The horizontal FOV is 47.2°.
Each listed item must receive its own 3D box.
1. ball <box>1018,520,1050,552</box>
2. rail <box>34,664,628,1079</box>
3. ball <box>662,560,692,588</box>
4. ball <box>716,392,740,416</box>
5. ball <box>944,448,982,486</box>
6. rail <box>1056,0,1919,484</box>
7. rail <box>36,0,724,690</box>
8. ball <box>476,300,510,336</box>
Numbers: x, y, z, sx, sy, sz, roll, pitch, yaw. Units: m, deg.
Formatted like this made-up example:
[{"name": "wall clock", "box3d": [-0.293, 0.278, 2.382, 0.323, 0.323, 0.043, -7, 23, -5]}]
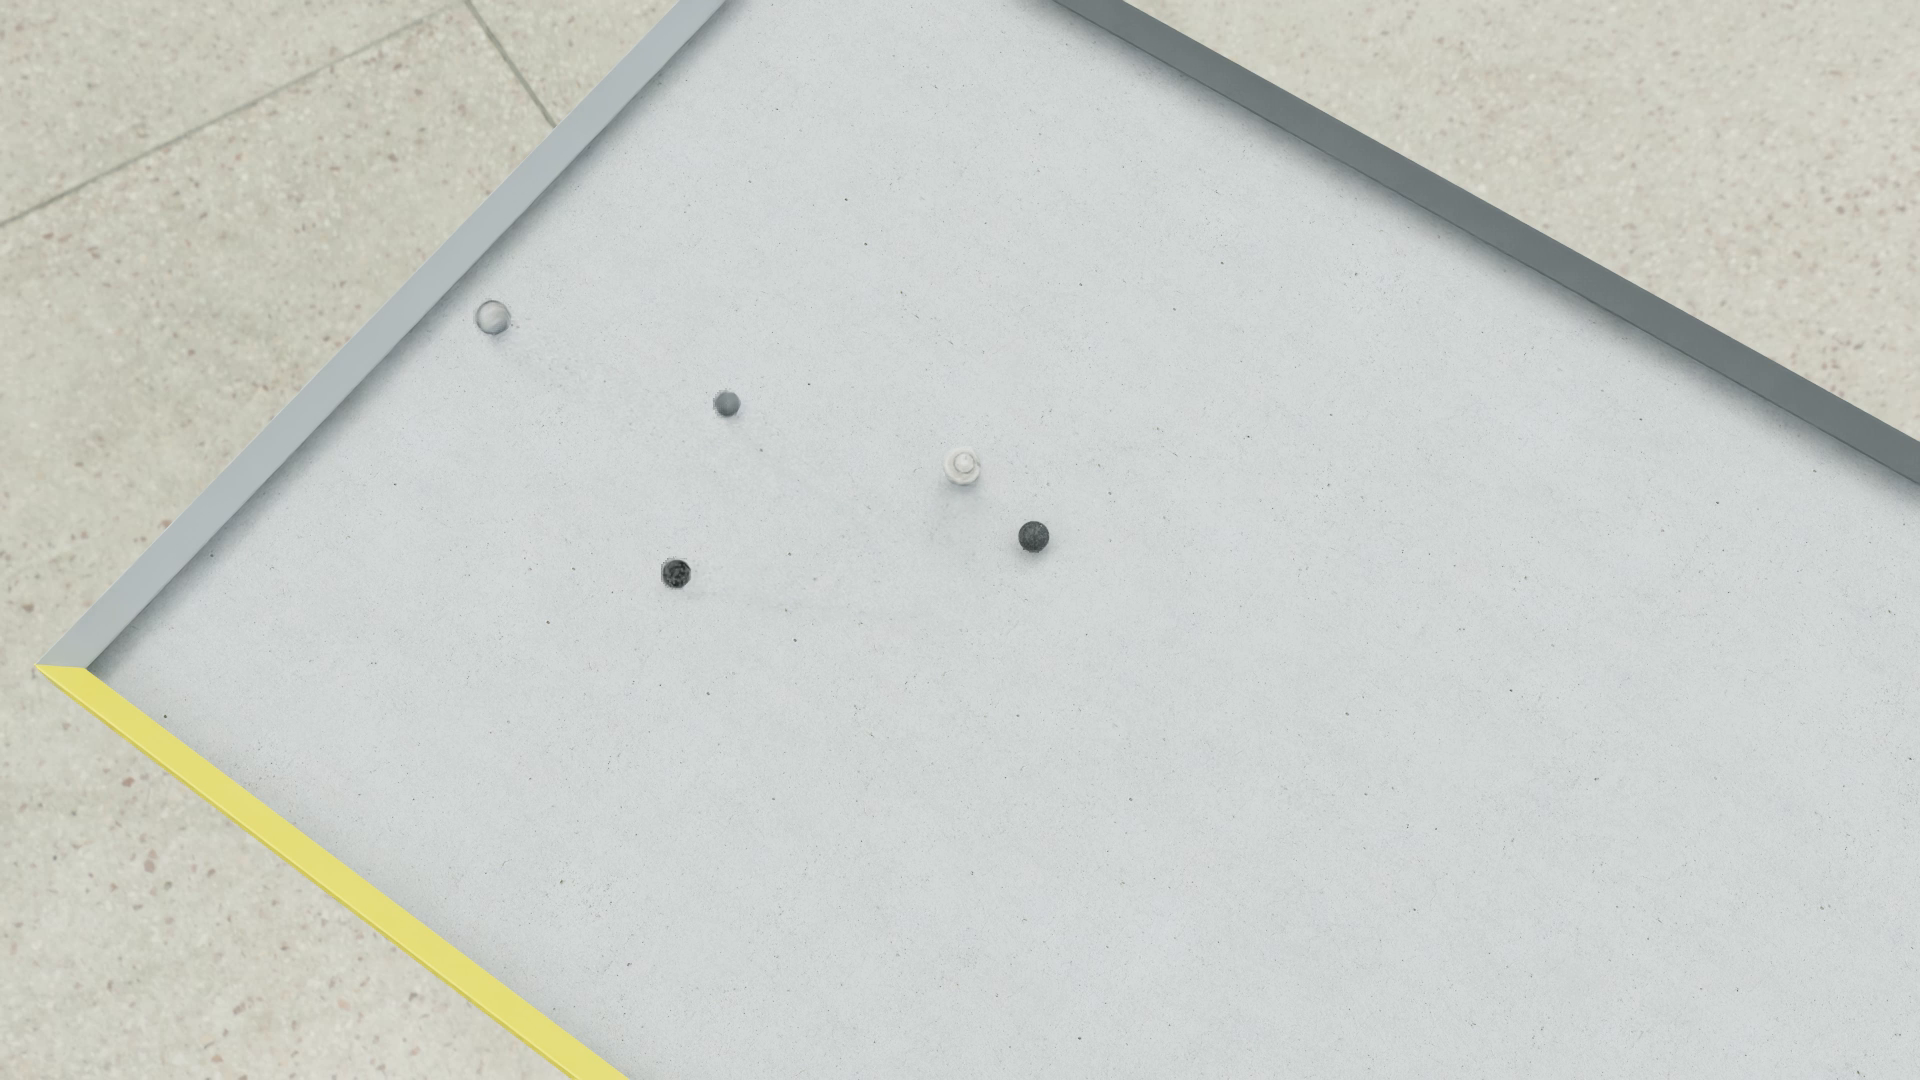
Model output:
[{"name": "ball", "box3d": [0.121, -0.006, 3.604, 0.052, 0.052, 0.052, 0, 64, 0]}, {"name": "rail", "box3d": [0.254, 1.284, 2.964, 4.156, 0.081, 0.045, 33, 69, 15]}, {"name": "ball", "box3d": [-0.461, 0.055, 3.577, 0.048, 0.048, 0.048, 0, 64, 0]}, {"name": "ball", "box3d": [-0.392, -0.230, 3.718, 0.042, 0.042, 0.042, 0, 64, 0]}, {"name": "ball", "box3d": [0.004, -0.123, 3.654, 0.063, 0.063, 0.063, 0, 64, 0]}, {"name": "rail", "box3d": [1.438, -0.210, 3.685, 4.156, 0.081, 0.045, 33, 69, 15]}, {"name": "rail", "box3d": [-0.826, -0.538, 3.844, 0.045, 0.081, 2.085, 33, 69, 15]}, {"name": "ball", "box3d": [-0.803, -0.382, 3.781, 0.060, 0.060, 0.060, 0, 64, 0]}]
